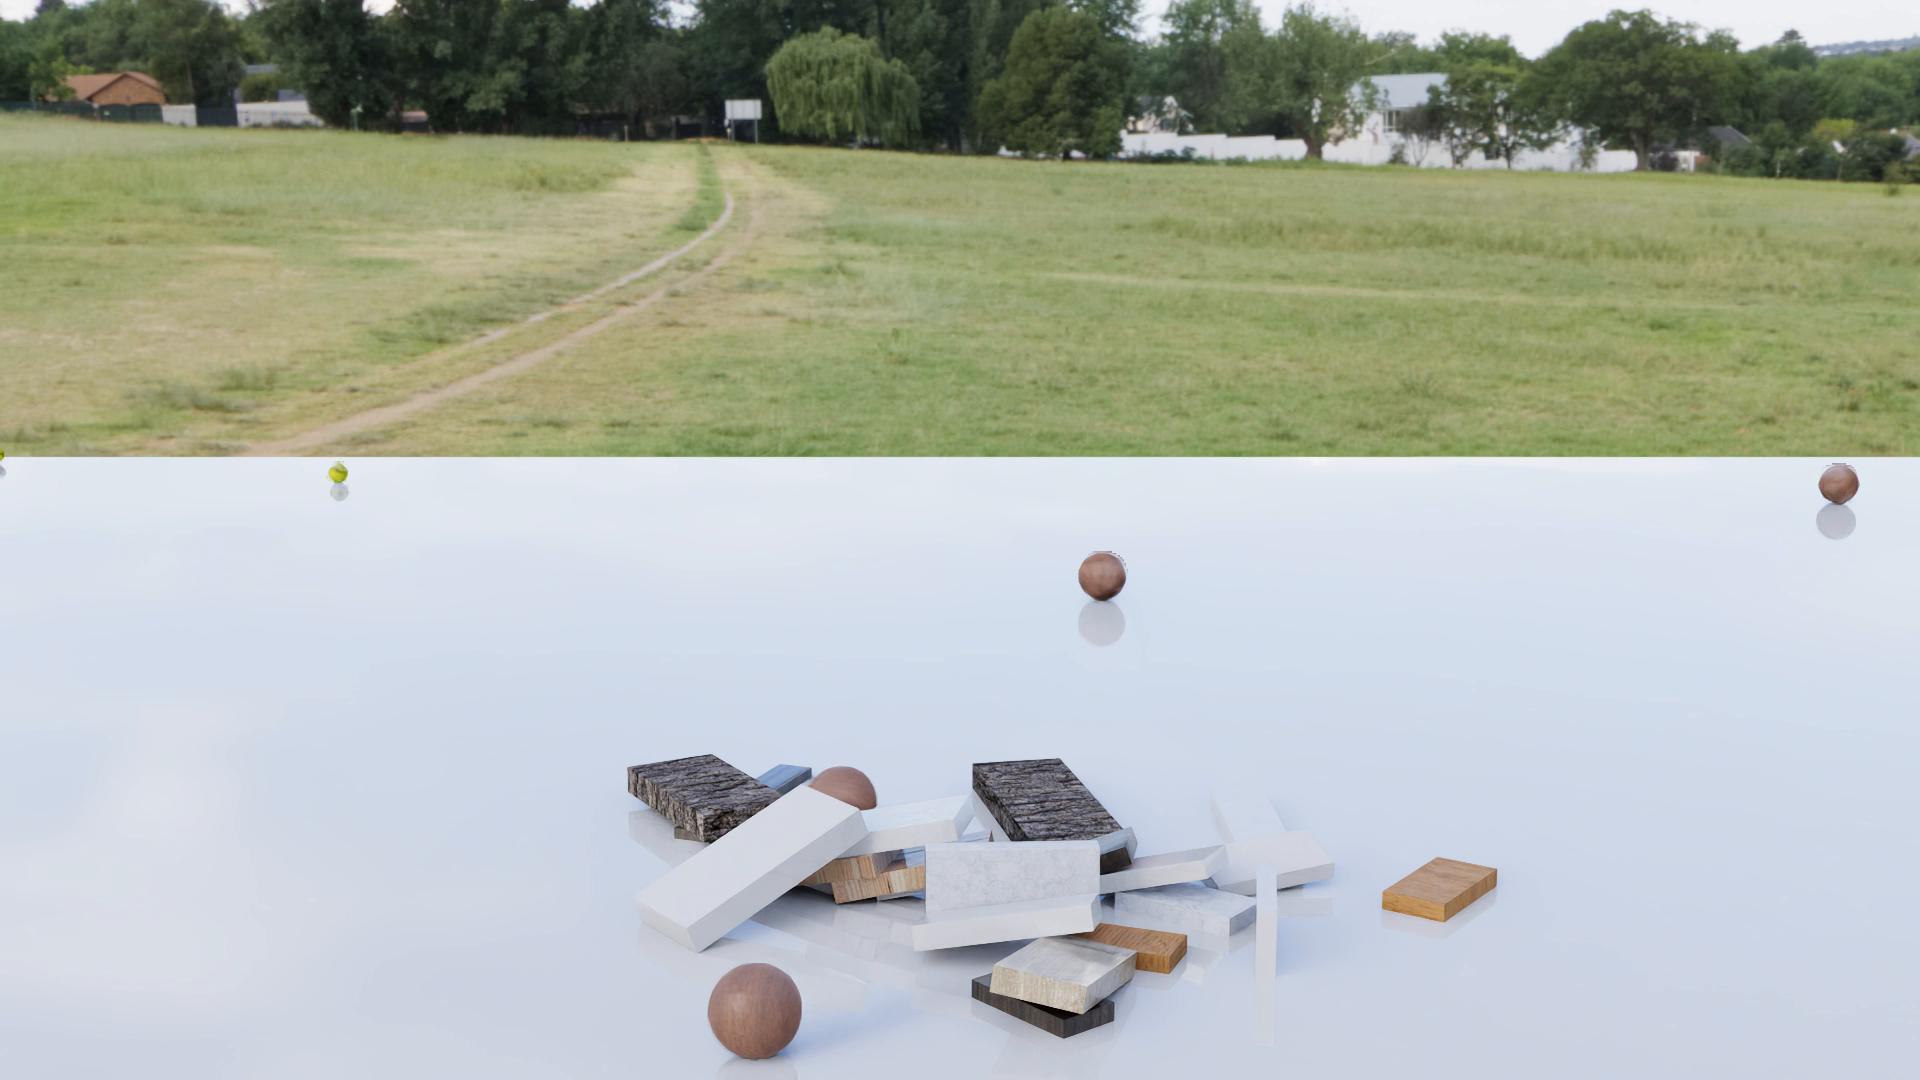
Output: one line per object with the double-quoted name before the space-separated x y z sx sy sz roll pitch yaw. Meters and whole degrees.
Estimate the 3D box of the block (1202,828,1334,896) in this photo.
"block" 0.509 0.546 3.702 0.214 0.030 0.107 -8 28 -17

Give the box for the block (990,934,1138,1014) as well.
"block" 0.155 0.627 3.199 0.138 0.039 0.277 10 3 19

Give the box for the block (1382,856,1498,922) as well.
"block" 0.797 0.578 3.648 0.108 0.031 0.216 8 13 35

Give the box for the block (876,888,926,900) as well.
"block" -0.078 0.572 3.652 0.118 0.017 0.059 -11 9 9

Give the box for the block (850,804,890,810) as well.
"block" -0.201 0.507 4.064 0.140 0.020 0.070 0 11 1

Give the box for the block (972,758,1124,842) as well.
"block" 0.161 0.498 4.028 0.174 0.049 0.511 -2 11 -12

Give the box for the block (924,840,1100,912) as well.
"block" 0.083 0.552 3.497 0.275 0.138 0.039 -1 11 -3

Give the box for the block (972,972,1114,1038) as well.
"block" 0.119 0.666 3.184 0.099 0.028 0.198 -9 14 -39

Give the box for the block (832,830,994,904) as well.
"block" -0.075 0.542 3.657 0.260 0.037 0.130 -12 9 7

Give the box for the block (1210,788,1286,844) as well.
"block" 0.529 0.524 3.947 0.099 0.028 0.443 0 11 -1

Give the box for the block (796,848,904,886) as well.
"block" -0.240 0.537 3.684 0.260 0.037 0.130 -9 9 21

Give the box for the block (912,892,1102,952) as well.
"block" 0.074 0.587 3.381 0.275 0.039 0.138 -8 -3 9

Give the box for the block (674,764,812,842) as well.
"block" -0.403 0.492 4.141 0.070 0.020 0.436 4 11 21

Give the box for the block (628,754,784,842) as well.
"block" -0.466 0.472 4.059 0.174 0.049 0.348 -6 12 -30

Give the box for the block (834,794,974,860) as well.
"block" -0.117 0.478 3.643 0.260 0.037 0.130 -10 9 14

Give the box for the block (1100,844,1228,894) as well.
"block" 0.320 0.542 3.608 0.216 0.031 0.108 -13 1 26

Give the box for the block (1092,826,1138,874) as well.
"block" 0.184 0.539 3.650 0.216 0.031 0.108 -20 6 13

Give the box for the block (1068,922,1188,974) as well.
"block" 0.242 0.626 3.396 0.198 0.028 0.099 4 11 21

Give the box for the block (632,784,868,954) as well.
"block" -0.336 0.524 3.543 0.348 0.049 0.174 -32 26 -29

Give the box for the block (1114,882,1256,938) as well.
"block" 0.371 0.592 3.573 0.214 0.030 0.107 8 13 36

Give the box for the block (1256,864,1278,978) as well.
"block" 0.472 0.586 3.397 0.030 0.107 0.214 1 11 7
